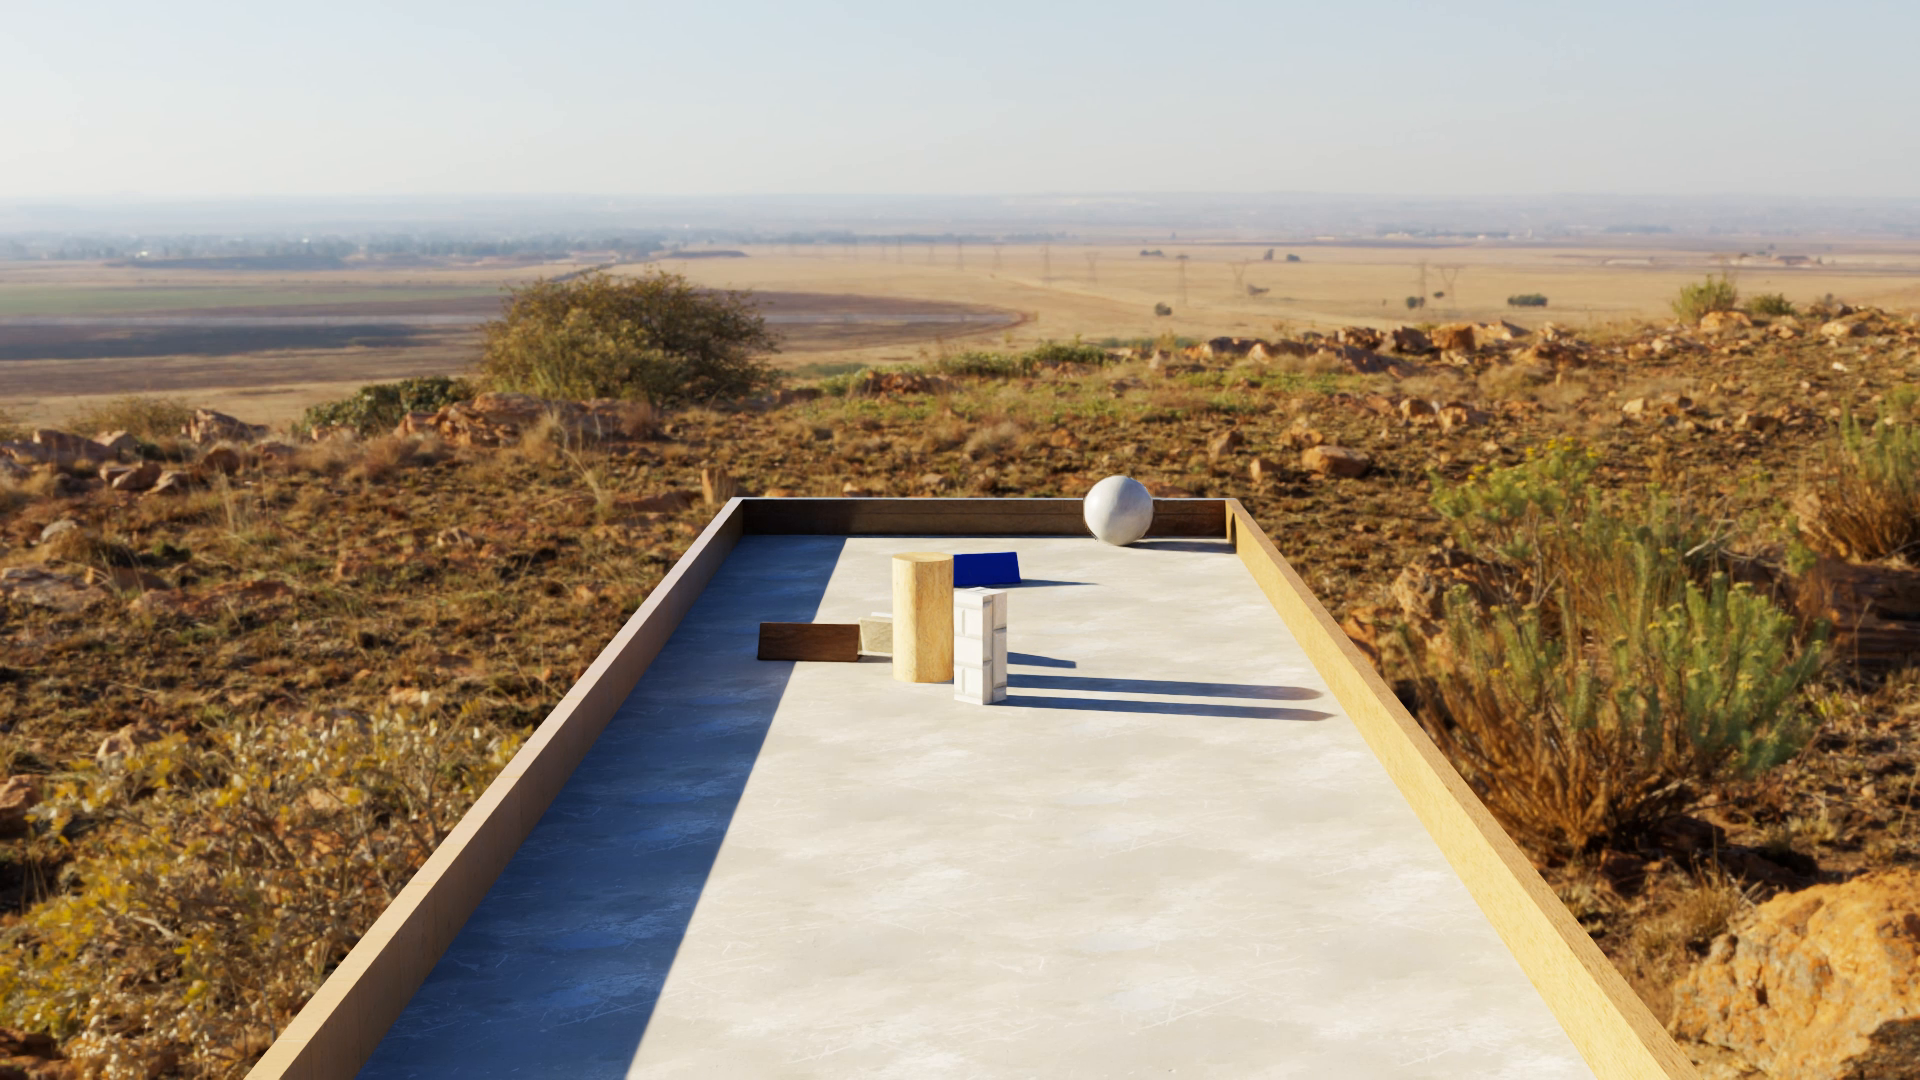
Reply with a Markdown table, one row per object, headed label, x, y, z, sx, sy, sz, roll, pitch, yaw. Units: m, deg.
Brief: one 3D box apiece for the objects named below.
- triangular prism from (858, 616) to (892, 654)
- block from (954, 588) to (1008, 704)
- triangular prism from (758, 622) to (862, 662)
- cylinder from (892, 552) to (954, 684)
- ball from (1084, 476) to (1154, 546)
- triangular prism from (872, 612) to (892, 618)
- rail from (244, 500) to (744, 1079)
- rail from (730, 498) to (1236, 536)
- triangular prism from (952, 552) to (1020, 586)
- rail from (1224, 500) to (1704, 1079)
| label | x | y | z | sx | sy | sz | roll | pitch | yaw |
| --- | --- | --- | --- | --- | --- | --- | --- | --- | --- |
| triangular prism | -0.130 | 0.280 | 6.747 | 0.373 | 0.119 | 0.103 | 4 | -27 | 25 |
| block | 0.058 | 0.296 | 6.160 | 0.104 | 0.307 | 0.104 | 8 | 12 | 42 |
| triangular prism | -0.458 | 0.306 | 6.730 | 0.307 | 0.104 | 0.120 | 1 | 9 | 6 |
| cylinder | -0.108 | 0.225 | 6.448 | 0.180 | 0.357 | 0.180 | 0 | 9 | 0 |
| ball | 0.642 | -0.120 | 8.867 | 0.281 | 0.281 | 0.281 | 0 | 9 | 0 |
| triangular prism | -0.131 | 0.288 | 6.873 | 0.348 | 0.094 | 0.108 | 6 | 11 | 34 |
| rail | -1.004 | 0.839 | 3.234 | 0.050 | 0.150 | 12.000 | 0 | 9 | 1 |
| rail | 0.099 | -0.098 | 9.147 | 2.100 | 0.150 | 0.050 | 0 | 9 | 1 |
| triangular prism | 0.021 | 0.102 | 8.010 | 0.382 | 0.106 | 0.122 | -2 | 9 | -15 |
| rail | 1.046 | 0.843 | 3.208 | 0.050 | 0.150 | 12.000 | 0 | 9 | 1 |
